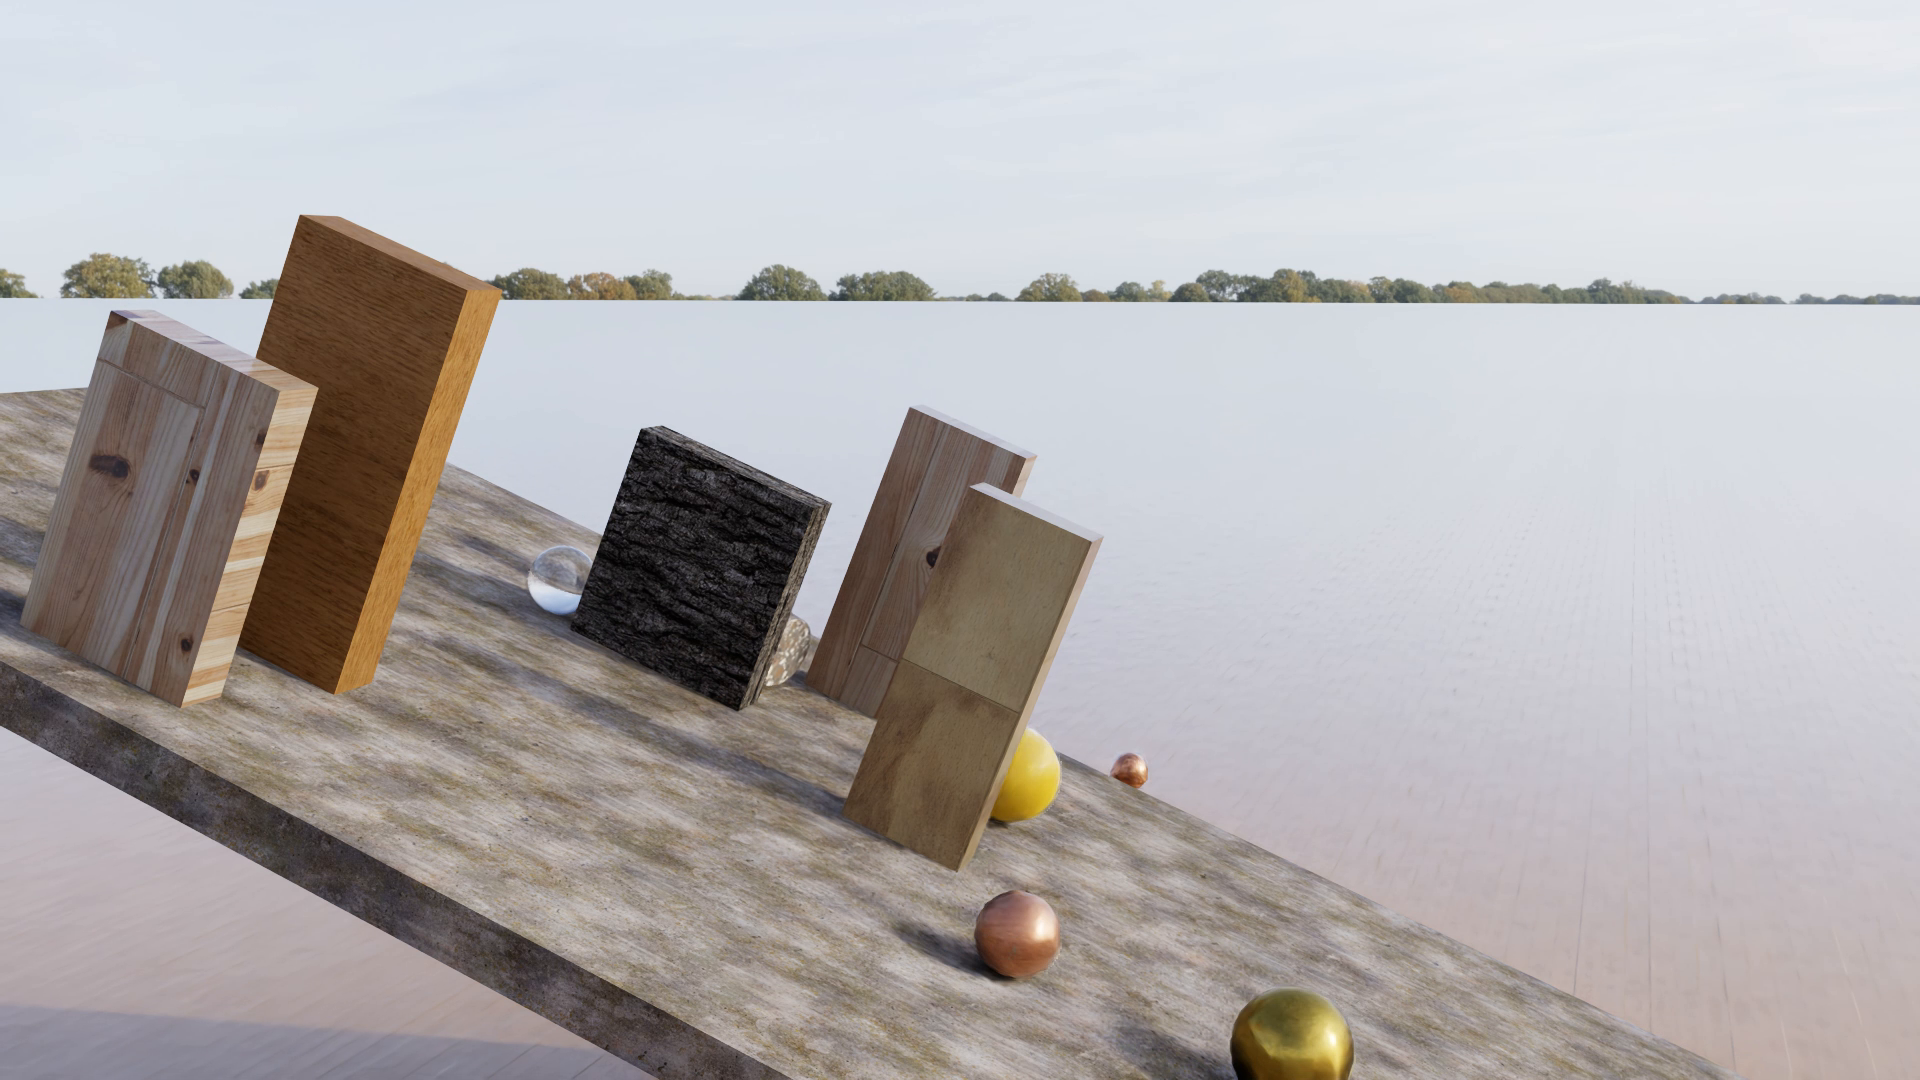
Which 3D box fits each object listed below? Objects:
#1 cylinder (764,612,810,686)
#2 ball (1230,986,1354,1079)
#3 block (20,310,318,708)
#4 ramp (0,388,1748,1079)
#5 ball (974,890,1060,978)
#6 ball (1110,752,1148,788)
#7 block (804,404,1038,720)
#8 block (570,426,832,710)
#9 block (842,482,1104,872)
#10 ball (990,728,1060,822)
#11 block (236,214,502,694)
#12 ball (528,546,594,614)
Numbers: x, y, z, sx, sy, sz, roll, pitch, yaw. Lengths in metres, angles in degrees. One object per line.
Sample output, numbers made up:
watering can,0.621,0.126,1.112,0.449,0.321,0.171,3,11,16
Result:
cylinder,-0.439,0.209,4.783,0.162,0.162,0.162,30,23,32
ball,0.553,0.847,3.661,0.205,0.205,0.205,0,7,0
block,-1.291,-0.053,3.579,0.331,0.556,0.105,24,13,13
ramp,-0.308,0.546,4.195,4.000,0.100,2.000,24,13,13
ball,0.098,0.674,3.765,0.148,0.148,0.148,0,7,0
ball,0.608,0.832,7.899,0.138,0.138,0.138,0,7,0
block,-0.089,0.067,4.792,0.280,0.664,0.091,24,13,13
block,-0.541,0.056,4.570,0.409,0.459,0.104,24,13,13
block,0.020,0.258,4.133,0.252,0.685,0.093,24,13,13
ball,0.105,0.475,4.480,0.199,0.199,0.199,0,7,0
block,-1.090,-0.149,3.845,0.343,0.756,0.119,24,13,13
ball,-0.843,0.085,4.668,0.147,0.147,0.147,0,7,0
